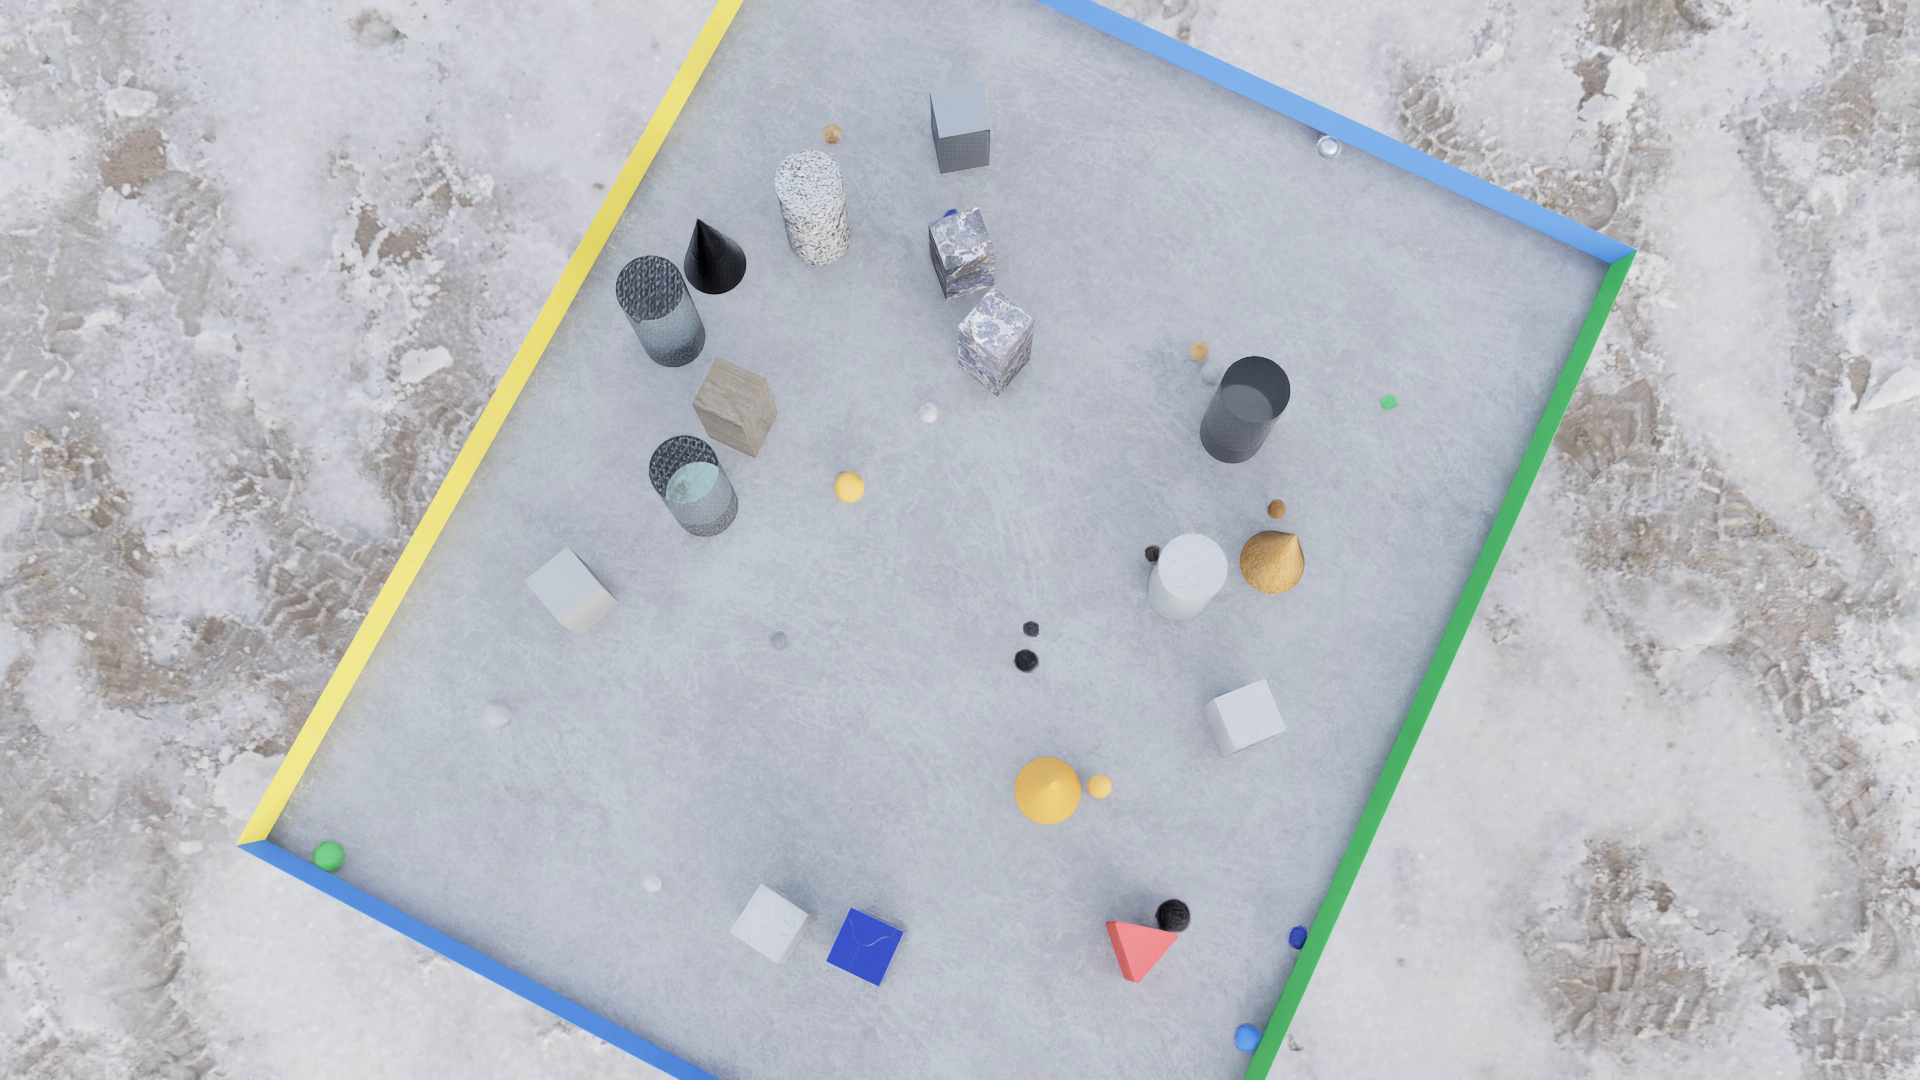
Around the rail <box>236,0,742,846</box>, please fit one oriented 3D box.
[{"bbox_3d":[-1.293,-0.626,5.679,0.045,0.129,3.505,26,80,5],"label":"rail"}]

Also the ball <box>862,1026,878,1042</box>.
[{"bbox_3d":[-0.261,1.427,5.297,0.048,0.048,0.048,0,78,0],"label":"ball"}]

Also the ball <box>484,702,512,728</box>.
[{"bbox_3d":[-1.379,0.520,5.469,0.078,0.078,0.078,0,78,0],"label":"ball"}]

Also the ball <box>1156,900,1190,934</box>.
[{"bbox_3d":[0.621,1.096,5.340,0.098,0.098,0.098,0,78,0],"label":"ball"}]

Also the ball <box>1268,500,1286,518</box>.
[{"bbox_3d":[0.971,-0.097,5.609,0.054,0.054,0.054,0,78,0],"label":"ball"}]

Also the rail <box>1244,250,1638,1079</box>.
[{"bbox_3d":[1.293,0.640,5.417,0.045,0.129,3.505,26,80,5],"label":"rail"}]

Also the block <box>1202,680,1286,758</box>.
[{"bbox_3d":[0.832,0.525,5.378,0.159,0.254,0.159,-21,79,-4],"label":"block"}]

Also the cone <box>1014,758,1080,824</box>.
[{"bbox_3d":[0.261,0.712,5.293,0.199,0.345,0.199,0,78,0],"label":"cone"}]

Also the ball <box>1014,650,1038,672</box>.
[{"bbox_3d":[0.197,0.363,5.507,0.068,0.068,0.068,0,78,0],"label":"ball"}]

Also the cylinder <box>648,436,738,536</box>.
[{"bbox_3d":[-0.781,-0.154,5.411,0.199,0.465,0.199,0,78,0],"label":"cylinder"}]

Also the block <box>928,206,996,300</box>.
[{"bbox_3d":[0.006,-0.881,5.656,0.159,0.280,0.159,-19,79,-4],"label":"block"}]

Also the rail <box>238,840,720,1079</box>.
[{"bbox_3d":[-0.773,1.521,5.235,2.940,0.129,0.045,26,80,5],"label":"rail"}]

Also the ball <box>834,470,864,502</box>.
[{"bbox_3d":[-0.338,-0.164,5.603,0.094,0.094,0.094,0,78,0],"label":"ball"}]

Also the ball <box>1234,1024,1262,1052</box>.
[{"bbox_3d":[0.829,1.435,5.280,0.078,0.078,0.078,0,78,0],"label":"ball"}]

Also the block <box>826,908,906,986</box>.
[{"bbox_3d":[-0.259,1.147,5.181,0.159,0.387,0.159,24,79,5],"label":"block"}]

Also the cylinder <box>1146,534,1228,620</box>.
[{"bbox_3d":[0.667,0.114,5.416,0.199,0.348,0.199,0,78,0],"label":"cylinder"}]

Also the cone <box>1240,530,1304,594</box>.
[{"bbox_3d":[0.954,0.026,5.400,0.199,0.414,0.199,0,78,0],"label":"cone"}]

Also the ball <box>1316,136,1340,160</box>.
[{"bbox_3d":[1.174,-1.250,5.838,0.074,0.074,0.074,0,78,0],"label":"ball"}]

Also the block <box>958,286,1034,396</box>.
[{"bbox_3d":[0.107,-0.594,5.542,0.159,0.387,0.159,39,81,7],"label":"block"}]

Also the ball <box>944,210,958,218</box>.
[{"bbox_3d":[-0.024,-1.016,5.798,0.057,0.057,0.057,0,78,0],"label":"ball"}]

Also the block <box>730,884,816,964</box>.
[{"bbox_3d":[-0.531,1.096,5.238,0.159,0.297,0.159,32,80,6],"label":"block"}]

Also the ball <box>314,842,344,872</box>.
[{"bbox_3d":[-1.853,0.929,5.380,0.087,0.087,0.087,0,78,0],"label":"ball"}]

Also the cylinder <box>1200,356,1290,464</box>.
[{"bbox_3d":[0.843,-0.381,5.454,0.199,0.473,0.199,0,78,0],"label":"cylinder"}]

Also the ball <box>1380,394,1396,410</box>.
[{"bbox_3d":[1.328,-0.426,5.679,0.050,0.050,0.050,0,78,0],"label":"ball"}]

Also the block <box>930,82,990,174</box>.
[{"bbox_3d":[0.000,-1.289,5.744,0.159,0.273,0.159,-11,79,-2],"label":"block"}]

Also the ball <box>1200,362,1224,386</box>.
[{"bbox_3d":[0.781,-0.516,5.686,0.074,0.074,0.074,0,78,0],"label":"ball"}]

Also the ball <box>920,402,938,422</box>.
[{"bbox_3d":[-0.095,-0.394,5.668,0.060,0.060,0.060,0,78,0],"label":"ball"}]

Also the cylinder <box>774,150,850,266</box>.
[{"bbox_3d":[-0.445,-1.010,5.601,0.199,0.440,0.199,0,78,0],"label":"cylinder"}]

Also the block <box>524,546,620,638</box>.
[{"bbox_3d":[-1.147,0.156,5.438,0.159,0.287,0.159,-40,81,-8],"label":"block"}]

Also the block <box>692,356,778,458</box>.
[{"bbox_3d":[-0.672,-0.394,5.506,0.159,0.377,0.159,24,79,5],"label":"block"}]

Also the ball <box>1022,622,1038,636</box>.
[{"bbox_3d":[0.213,0.268,5.538,0.046,0.046,0.046,0,78,0],"label":"ball"}]

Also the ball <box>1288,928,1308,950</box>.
[{"bbox_3d":[0.987,1.161,5.345,0.062,0.062,0.062,0,78,0],"label":"ball"}]

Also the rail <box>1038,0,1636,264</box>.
[{"bbox_3d":[0.773,-1.507,5.862,2.940,0.129,0.045,26,80,5],"label":"rail"}]

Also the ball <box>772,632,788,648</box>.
[{"bbox_3d":[-0.543,0.302,5.528,0.050,0.050,0.050,0,78,0],"label":"ball"}]

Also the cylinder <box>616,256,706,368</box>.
[{"bbox_3d":[-0.897,-0.683,5.524,0.199,0.459,0.199,0,78,0],"label":"cylinder"}]

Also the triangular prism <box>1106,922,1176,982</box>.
[{"bbox_3d":[0.485,1.136,5.205,0.149,0.345,0.172,41,81,8],"label":"triangular prism"}]

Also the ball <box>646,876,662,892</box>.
[{"bbox_3d":[-0.900,1.010,5.383,0.048,0.048,0.048,0,78,0],"label":"ball"}]

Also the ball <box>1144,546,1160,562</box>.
[{"bbox_3d":[0.586,0.043,5.584,0.047,0.047,0.047,0,78,0],"label":"ball"}]

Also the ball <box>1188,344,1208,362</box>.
[{"bbox_3d":[0.742,-0.584,5.707,0.059,0.059,0.059,0,78,0],"label":"ball"}]

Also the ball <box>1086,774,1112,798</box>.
[{"bbox_3d":[0.412,0.728,5.429,0.072,0.072,0.072,0,78,0],"label":"ball"}]

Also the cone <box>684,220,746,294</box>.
[{"bbox_3d":[-0.775,-0.910,5.604,0.199,0.394,0.199,0,78,0],"label":"cone"}]

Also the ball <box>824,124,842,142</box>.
[{"bbox_3d":[-0.406,-1.299,5.855,0.059,0.059,0.059,0,78,0],"label":"ball"}]
